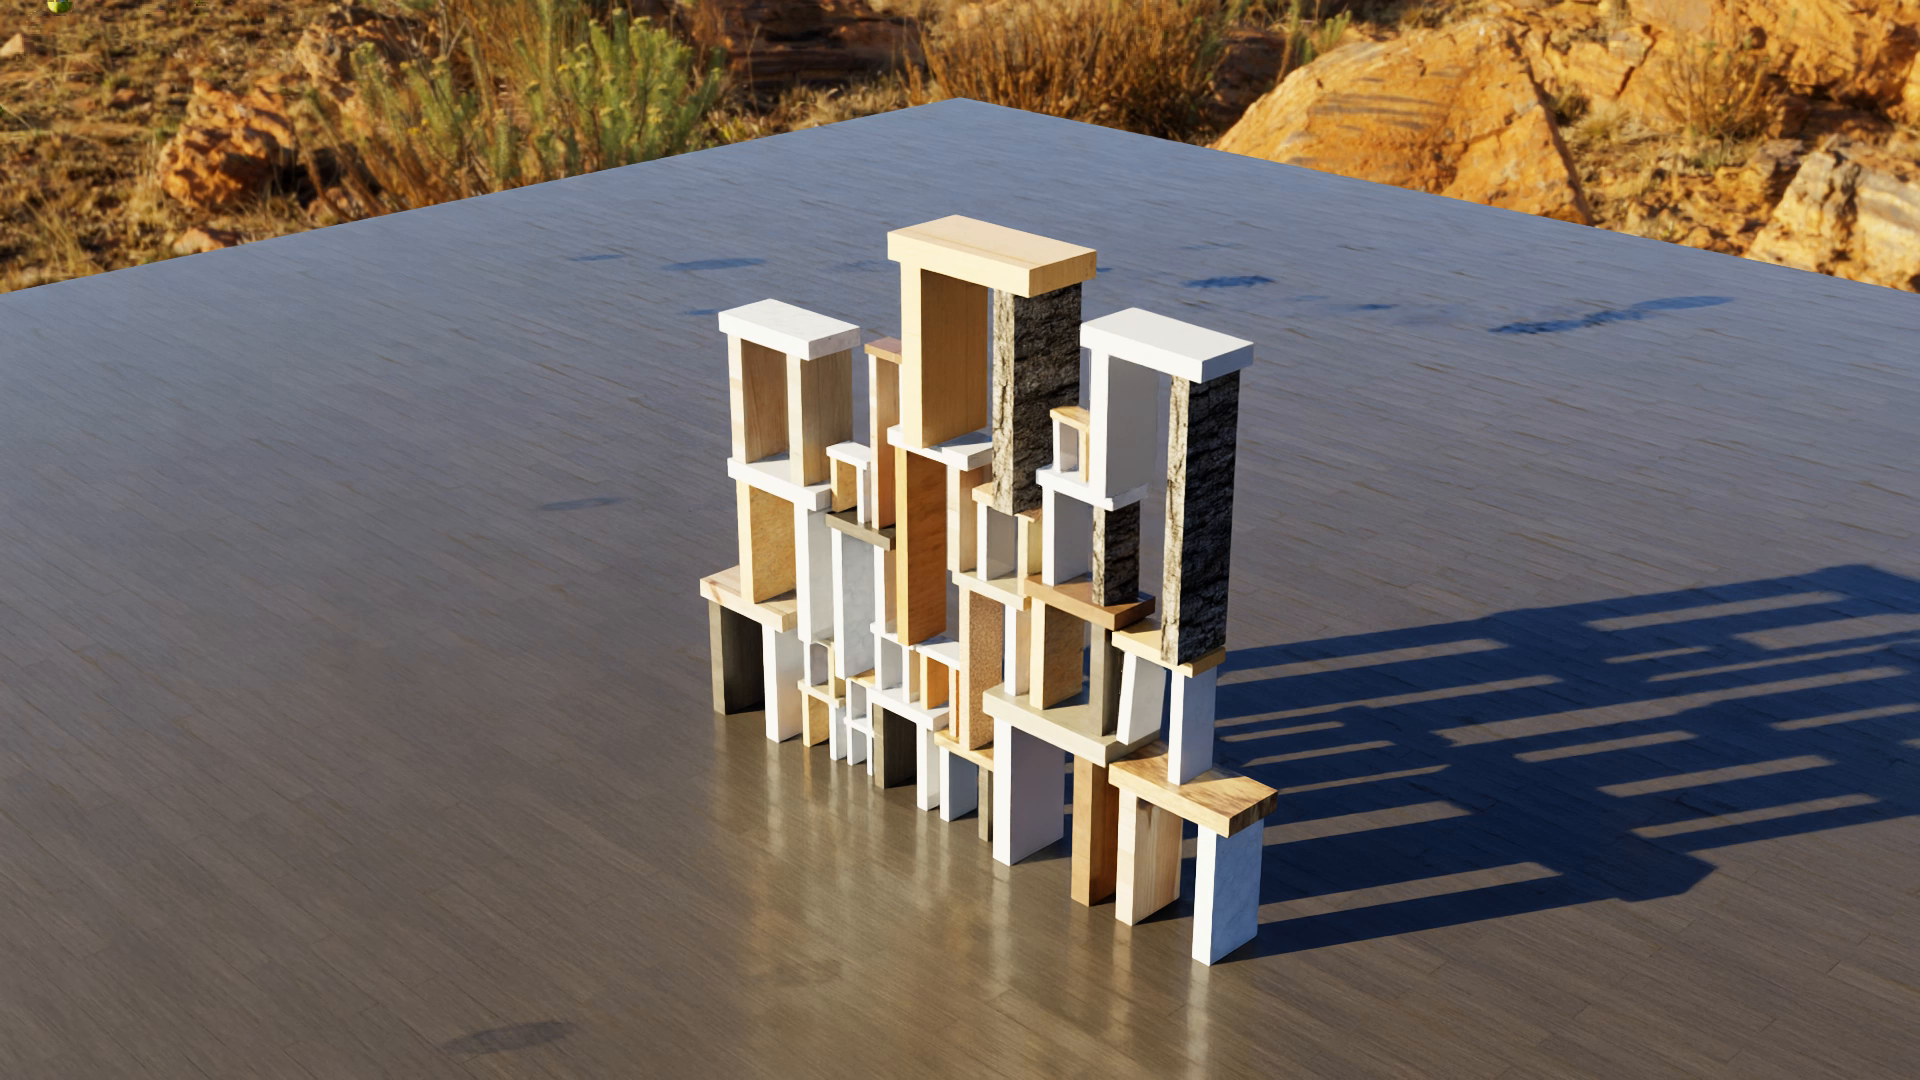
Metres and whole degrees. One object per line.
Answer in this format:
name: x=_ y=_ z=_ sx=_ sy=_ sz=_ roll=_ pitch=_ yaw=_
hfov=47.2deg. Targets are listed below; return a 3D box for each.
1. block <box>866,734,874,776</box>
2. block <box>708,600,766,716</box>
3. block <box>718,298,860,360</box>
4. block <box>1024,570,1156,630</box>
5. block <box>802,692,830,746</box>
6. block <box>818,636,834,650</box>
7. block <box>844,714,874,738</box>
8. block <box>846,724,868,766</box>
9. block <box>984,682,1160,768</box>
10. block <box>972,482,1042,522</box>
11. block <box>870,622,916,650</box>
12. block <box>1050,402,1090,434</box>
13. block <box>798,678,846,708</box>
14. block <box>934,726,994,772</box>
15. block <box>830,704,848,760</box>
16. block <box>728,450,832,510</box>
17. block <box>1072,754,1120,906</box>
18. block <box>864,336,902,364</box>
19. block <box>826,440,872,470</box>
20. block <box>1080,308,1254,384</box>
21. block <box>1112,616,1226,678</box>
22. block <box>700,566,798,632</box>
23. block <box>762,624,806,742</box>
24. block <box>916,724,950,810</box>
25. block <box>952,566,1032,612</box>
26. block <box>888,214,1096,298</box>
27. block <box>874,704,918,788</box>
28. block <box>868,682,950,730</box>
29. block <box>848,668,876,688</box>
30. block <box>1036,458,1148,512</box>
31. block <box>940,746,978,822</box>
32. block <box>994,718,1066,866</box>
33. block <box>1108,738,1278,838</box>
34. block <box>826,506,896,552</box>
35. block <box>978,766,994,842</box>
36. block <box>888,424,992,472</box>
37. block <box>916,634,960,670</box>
block: x=-0.172 y=0.442 z=4.601 sx=0.013 sy=0.093 sz=0.046 roll=21 pitch=31 yaw=41
block: x=-0.484 y=0.238 z=4.853 sx=0.038 sy=0.270 sz=0.135 roll=21 pitch=31 yaw=41
block: x=-0.344 y=-0.425 z=4.423 sx=0.137 sy=0.039 sz=0.274 roll=-21 pitch=31 yaw=-41
block: x=0.235 y=0.101 z=4.011 sx=0.111 sy=0.031 sz=0.222 roll=-21 pitch=31 yaw=-40
block: x=-0.307 y=0.373 z=4.717 sx=0.018 sy=0.129 sz=0.064 roll=21 pitch=31 yaw=41
block: x=-0.275 y=0.200 z=4.603 sx=0.057 sy=0.016 sz=0.113 roll=-21 pitch=31 yaw=-40
block: x=-0.194 y=0.385 z=4.600 sx=0.093 sy=0.013 sz=0.046 roll=21 pitch=31 yaw=41
block: x=-0.216 y=0.425 z=4.641 sx=0.013 sy=0.093 sz=0.046 roll=21 pitch=31 yaw=41
block: x=0.208 y=0.330 z=4.137 sx=0.309 sy=0.044 sz=0.154 roll=21 pitch=31 yaw=41
block: x=0.106 y=-0.075 z=4.072 sx=0.156 sy=0.022 sz=0.078 roll=21 pitch=31 yaw=40
block: x=-0.116 y=0.186 z=4.427 sx=0.123 sy=0.017 sz=0.062 roll=21 pitch=31 yaw=41
block: x=0.210 y=-0.216 z=3.890 sx=0.048 sy=0.014 sz=0.095 roll=-22 pitch=35 yaw=-38
block: x=-0.277 y=0.318 z=4.660 sx=0.064 sy=0.018 sz=0.129 roll=-21 pitch=31 yaw=-41
block: x=0.036 y=0.406 z=4.354 sx=0.164 sy=0.023 sz=0.082 roll=21 pitch=31 yaw=41
block: x=-0.246 y=0.397 z=4.661 sx=0.018 sy=0.129 sz=0.064 roll=21 pitch=31 yaw=41
block: x=-0.338 y=-0.132 z=4.534 sx=0.137 sy=0.039 sz=0.274 roll=-21 pitch=31 yaw=-41
block: x=0.281 y=0.520 z=4.139 sx=0.044 sy=0.309 sz=0.154 roll=21 pitch=31 yaw=41
block: x=-0.116 y=-0.359 z=4.199 sx=0.063 sy=0.018 sz=0.126 roll=-21 pitch=31 yaw=-40
block: x=-0.204 y=-0.169 z=4.376 sx=0.116 sy=0.016 sz=0.058 roll=21 pitch=31 yaw=41
block: x=0.347 y=-0.330 z=3.701 sx=0.134 sy=0.038 sz=0.267 roll=-21 pitch=32 yaw=-40
block: x=0.370 y=0.189 z=3.907 sx=0.092 sy=0.026 sz=0.184 roll=-21 pitch=31 yaw=-41
block: x=-0.420 y=0.121 z=4.734 sx=0.270 sy=0.038 sz=0.135 roll=21 pitch=31 yaw=41
block: x=-0.357 y=0.288 z=4.736 sx=0.038 sy=0.270 sz=0.135 roll=21 pitch=31 yaw=41
block: x=-0.043 y=0.445 z=4.467 sx=0.027 sy=0.191 sz=0.095 roll=21 pitch=31 yaw=41
block: x=0.084 y=0.082 z=4.162 sx=0.184 sy=0.026 sz=0.092 roll=21 pitch=31 yaw=40
block: x=0.055 y=-0.512 z=3.946 sx=0.350 sy=0.050 sz=0.175 roll=21 pitch=31 yaw=40
block: x=-0.133 y=0.410 z=4.550 sx=0.027 sy=0.191 sz=0.095 roll=21 pitch=31 yaw=41
block: x=-0.088 y=0.328 z=4.466 sx=0.191 sy=0.027 sz=0.095 roll=21 pitch=31 yaw=41
block: x=-0.193 y=0.285 z=4.560 sx=0.094 sy=0.013 sz=0.047 roll=21 pitch=31 yaw=41
block: x=0.235 y=-0.102 z=3.928 sx=0.094 sy=0.027 sz=0.187 roll=-21 pitch=31 yaw=-39
block: x=-0.002 y=0.477 z=4.426 sx=0.023 sy=0.164 sz=0.082 roll=21 pitch=31 yaw=41
block: x=0.135 y=0.464 z=4.273 sx=0.044 sy=0.309 sz=0.154 roll=21 pitch=31 yaw=41
block: x=0.418 y=0.444 z=3.957 sx=0.276 sy=0.039 sz=0.138 roll=21 pitch=31 yaw=41
block: x=-0.171 y=-0.029 z=4.397 sx=0.187 sy=0.027 sz=0.094 roll=21 pitch=31 yaw=41
block: x=0.075 y=0.507 z=4.355 sx=0.023 sy=0.164 sz=0.082 roll=21 pitch=31 yaw=41
block: x=-0.025 y=-0.185 z=4.174 sx=0.213 sy=0.030 sz=0.107 roll=21 pitch=31 yaw=40
block: x=-0.022 y=0.221 z=4.348 sx=0.061 sy=0.017 sz=0.121 roll=-21 pitch=31 yaw=-41
